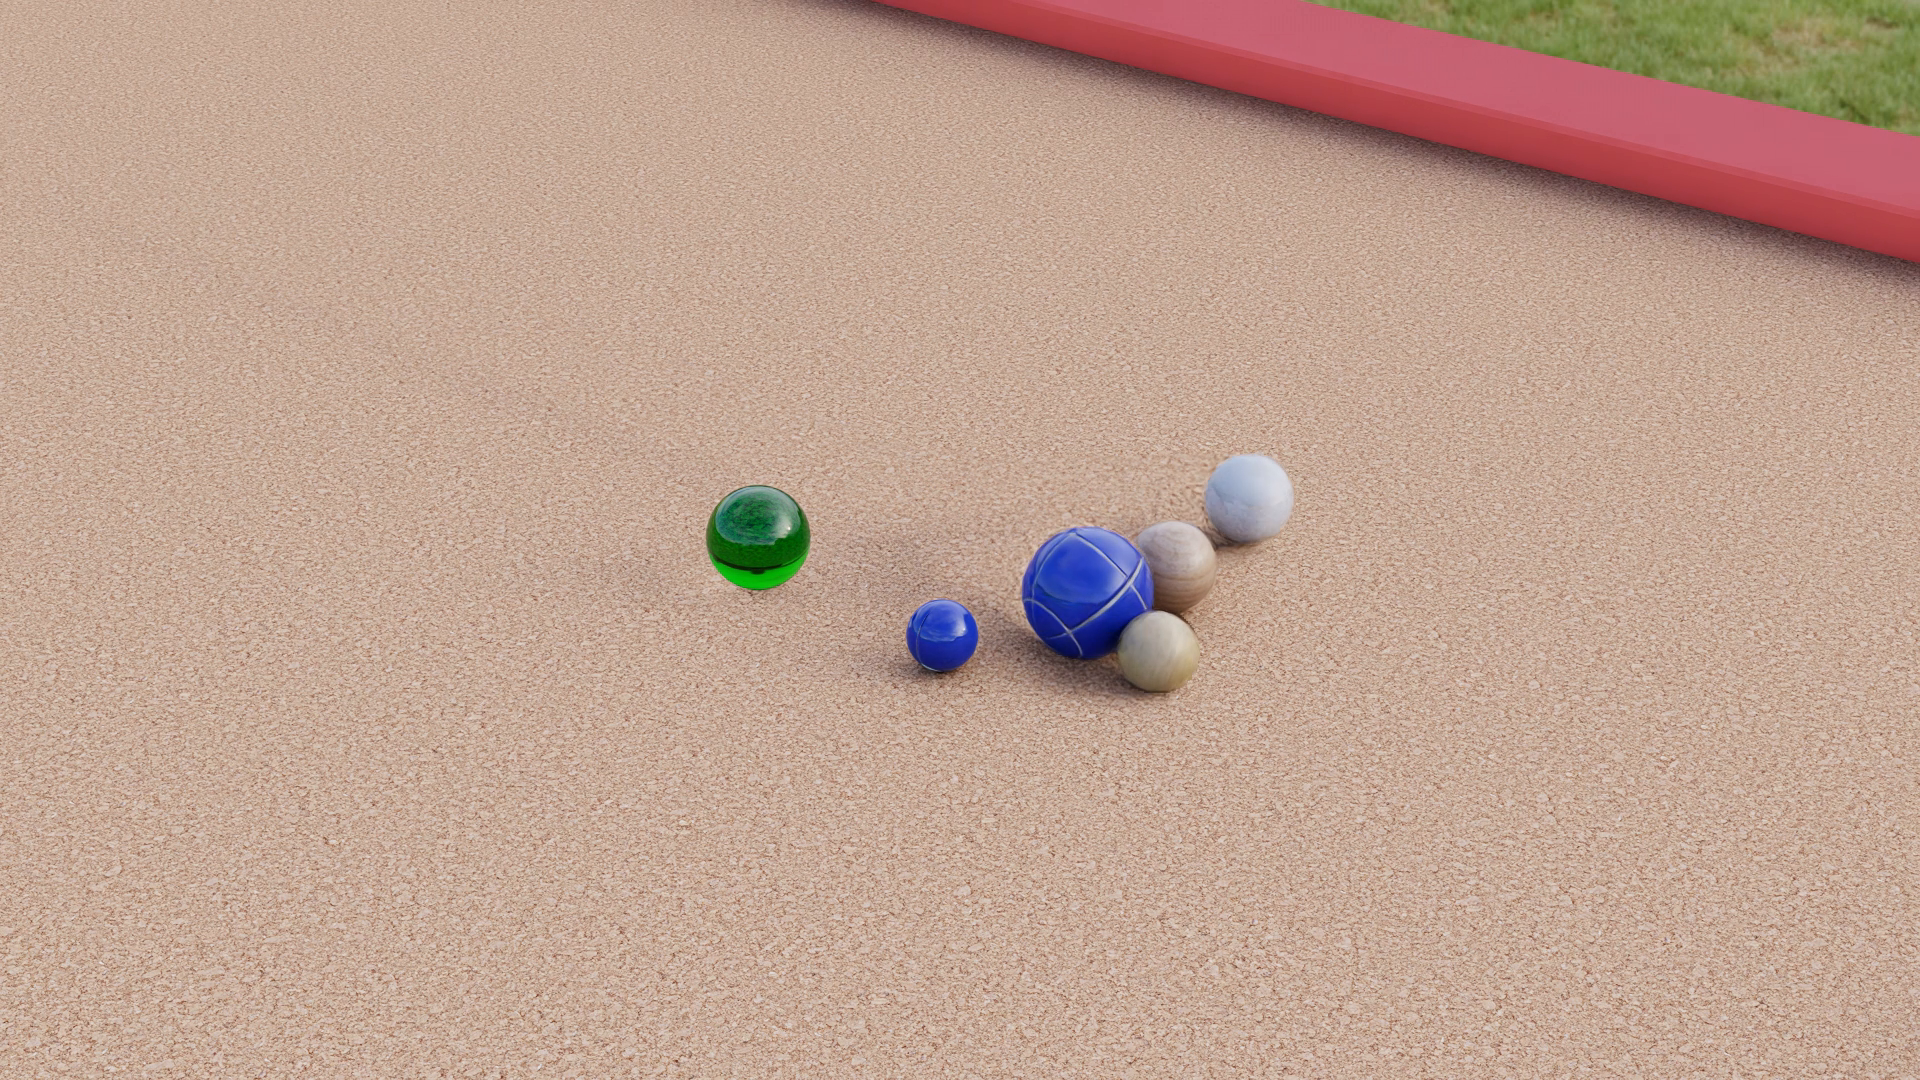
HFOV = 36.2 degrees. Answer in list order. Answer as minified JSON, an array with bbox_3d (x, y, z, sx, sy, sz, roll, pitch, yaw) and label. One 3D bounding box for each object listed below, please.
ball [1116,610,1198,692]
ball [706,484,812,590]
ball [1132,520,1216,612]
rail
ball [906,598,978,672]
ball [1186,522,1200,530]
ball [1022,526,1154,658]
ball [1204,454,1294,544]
[{"bbox_3d":[0.141,0.080,2.107,0.058,0.058,0.058,0,24,0],"label":"ball"},{"bbox_3d":[-0.155,-0.002,2.262,0.081,0.081,0.081,0,24,0],"label":"ball"},{"bbox_3d":[0.160,0.020,2.226,0.069,0.069,0.069,0,24,0],"label":"ball"},{"bbox_3d":[0.077,-0.696,3.753,0.045,0.126,4.426,-22,32,-40],"label":"rail"},{"bbox_3d":[-0.013,0.069,2.136,0.053,0.053,0.053,0,24,0],"label":"ball"},{"bbox_3d":[0.170,0.008,2.284,0.045,0.045,0.045,0,24,0],"label":"ball"},{"bbox_3d":[0.094,0.038,2.152,0.097,0.097,0.097,0,24,0],"label":"ball"},{"bbox_3d":[0.230,-0.033,2.342,0.071,0.071,0.071,0,24,0],"label":"ball"}]
